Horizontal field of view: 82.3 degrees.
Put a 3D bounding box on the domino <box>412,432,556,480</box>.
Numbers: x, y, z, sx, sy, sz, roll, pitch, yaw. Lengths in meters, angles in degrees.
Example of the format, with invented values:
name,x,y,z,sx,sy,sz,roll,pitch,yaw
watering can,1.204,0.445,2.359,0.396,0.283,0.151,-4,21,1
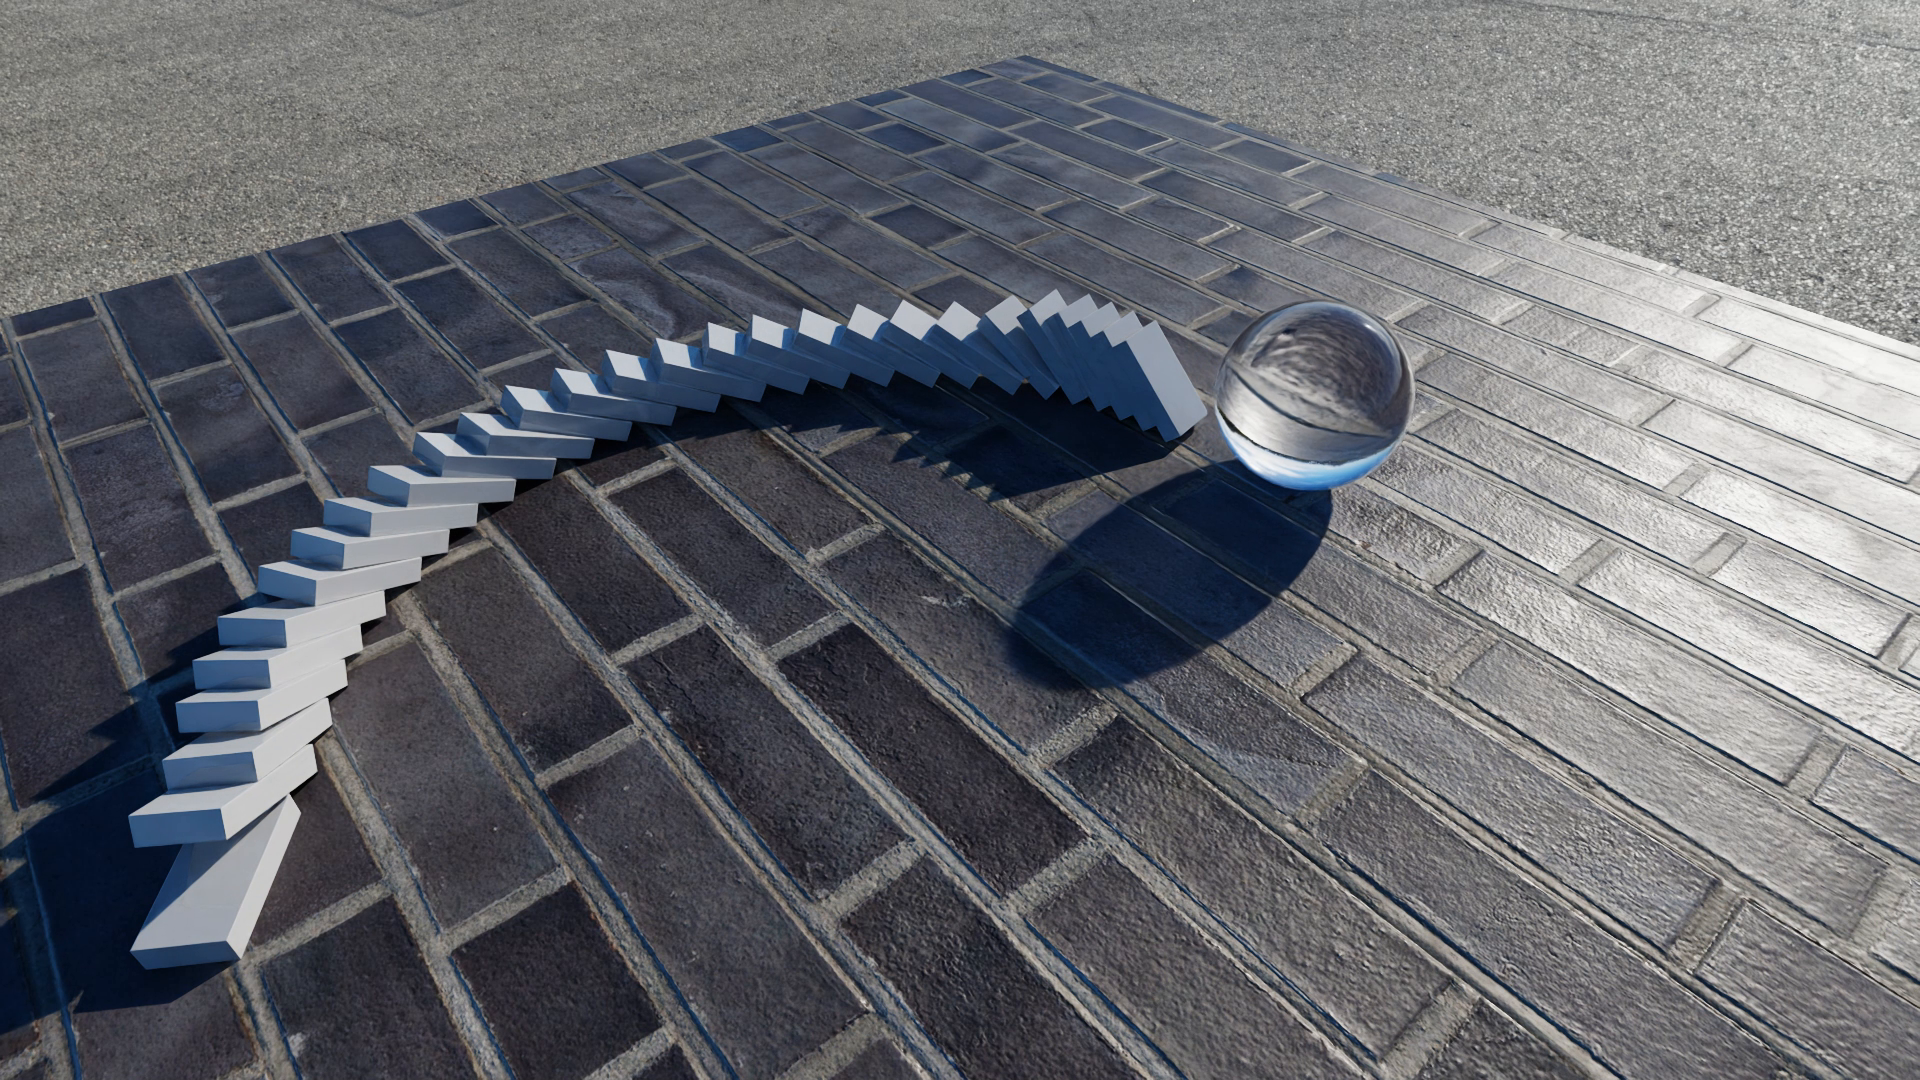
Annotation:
name,x,y,z,sx,sy,sz,roll,pitch,yaw
domino,-0.202,-0.036,0.469,0.025,0.009,0.050,30,19,32

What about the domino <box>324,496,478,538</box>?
name,x,y,z,sx,sy,sz,roll,pitch,yaw
domino,-0.221,-0.011,0.436,0.025,0.009,0.050,13,10,21

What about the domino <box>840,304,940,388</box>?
name,x,y,z,sx,sy,sz,roll,pitch,yaw
domino,-0.032,-0.096,0.544,0.050,0.010,0.025,25,39,-11

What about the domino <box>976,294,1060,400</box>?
name,x,y,z,sx,sy,sz,roll,pitch,yaw
domino,0.034,-0.095,0.538,0.050,0.009,0.025,47,50,1

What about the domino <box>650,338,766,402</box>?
name,x,y,z,sx,sy,sz,roll,pitch,yaw
domino,-0.120,-0.081,0.526,0.050,0.009,0.025,9,32,-32

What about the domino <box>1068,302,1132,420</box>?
name,x,y,z,sx,sy,sz,roll,pitch,yaw
domino,0.074,-0.085,0.520,0.025,0.050,0.009,-36,9,-36

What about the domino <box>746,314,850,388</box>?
name,x,y,z,sx,sy,sz,roll,pitch,yaw
domino,-0.079,-0.092,0.538,0.050,0.010,0.025,17,33,-22

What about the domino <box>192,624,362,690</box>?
name,x,y,z,sx,sy,sz,roll,pitch,yaw
domino,-0.231,0.039,0.375,0.025,0.010,0.050,-1,8,3

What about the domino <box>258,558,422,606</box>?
name,x,y,z,sx,sy,sz,roll,pitch,yaw
domino,-0.230,0.013,0.410,0.025,0.009,0.050,12,11,14

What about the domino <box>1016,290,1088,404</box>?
name,x,y,z,sx,sy,sz,roll,pitch,yaw
domino,0.050,-0.093,0.530,0.009,0.050,0.025,-23,15,49

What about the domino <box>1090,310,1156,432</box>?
name,x,y,z,sx,sy,sz,roll,pitch,yaw
domino,0.083,-0.079,0.513,0.025,0.050,0.009,-37,9,-36

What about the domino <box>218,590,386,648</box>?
name,x,y,z,sx,sy,sz,roll,pitch,yaw
domino,-0.232,0.027,0.390,0.025,0.009,0.050,1,9,8

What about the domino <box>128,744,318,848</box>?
name,x,y,z,sx,sy,sz,roll,pitch,yaw
domino,-0.220,0.076,0.332,0.025,0.009,0.050,-4,10,-3

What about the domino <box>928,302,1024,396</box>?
name,x,y,z,sx,sy,sz,roll,pitch,yaw
domino,0.011,-0.095,0.541,0.050,0.010,0.025,34,43,-3

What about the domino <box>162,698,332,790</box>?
name,x,y,z,sx,sy,sz,roll,pitch,yaw
domino,-0.223,0.064,0.348,0.025,0.009,0.050,-5,11,-6

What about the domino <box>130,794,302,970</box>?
name,x,y,z,sx,sy,sz,roll,pitch,yaw
domino,-0.217,0.099,0.323,0.025,0.010,0.050,-4,40,-5

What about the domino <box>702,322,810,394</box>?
name,x,y,z,sx,sy,sz,roll,pitch,yaw
domino,-0.099,-0.088,0.534,0.050,0.010,0.025,15,33,-25

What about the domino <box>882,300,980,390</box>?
name,x,y,z,sx,sy,sz,roll,pitch,yaw
domino,-0.012,-0.097,0.543,0.050,0.010,0.025,30,39,-8

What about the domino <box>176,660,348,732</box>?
name,x,y,z,sx,sy,sz,roll,pitch,yaw
domino,-0.228,0.051,0.362,0.025,0.009,0.050,-2,8,-1

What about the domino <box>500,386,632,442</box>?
name,x,y,z,sx,sy,sz,roll,pitch,yaw
domino,-0.177,-0.057,0.494,0.050,0.009,0.025,3,28,-44

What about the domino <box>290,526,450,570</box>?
name,x,y,z,sx,sy,sz,roll,pitch,yaw
domino,-0.225,0.001,0.423,0.025,0.010,0.050,12,10,17

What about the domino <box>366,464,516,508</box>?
name,x,y,z,sx,sy,sz,roll,pitch,yaw
domino,-0.212,-0.023,0.452,0.025,0.010,0.050,19,13,25

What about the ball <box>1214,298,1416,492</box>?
name,x,y,z,sx,sy,sz,roll,pitch,yaw
ball,0.148,-0.060,0.461,0.080,0.080,0.080,0,39,0

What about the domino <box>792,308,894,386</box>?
name,x,y,z,sx,sy,sz,roll,pitch,yaw
domino,-0.057,-0.095,0.542,0.050,0.010,0.025,21,35,-17

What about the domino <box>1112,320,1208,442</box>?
name,x,y,z,sx,sy,sz,roll,pitch,yaw
domino,0.092,-0.073,0.506,0.025,0.050,0.010,-37,9,-36

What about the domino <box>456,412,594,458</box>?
name,x,y,z,sx,sy,sz,roll,pitch,yaw
domino,-0.189,-0.045,0.481,0.025,0.009,0.050,30,19,32

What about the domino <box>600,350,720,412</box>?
name,x,y,z,sx,sy,sz,roll,pitch,yaw
domino,-0.141,-0.075,0.517,0.050,0.009,0.025,8,31,-35

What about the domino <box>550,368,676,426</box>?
name,x,y,z,sx,sy,sz,roll,pitch,yaw
domino,-0.159,-0.066,0.506,0.050,0.010,0.025,4,30,-41

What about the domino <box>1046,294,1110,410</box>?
name,x,y,z,sx,sy,sz,roll,pitch,yaw
domino,0.064,-0.090,0.526,0.025,0.050,0.009,-36,9,-36
